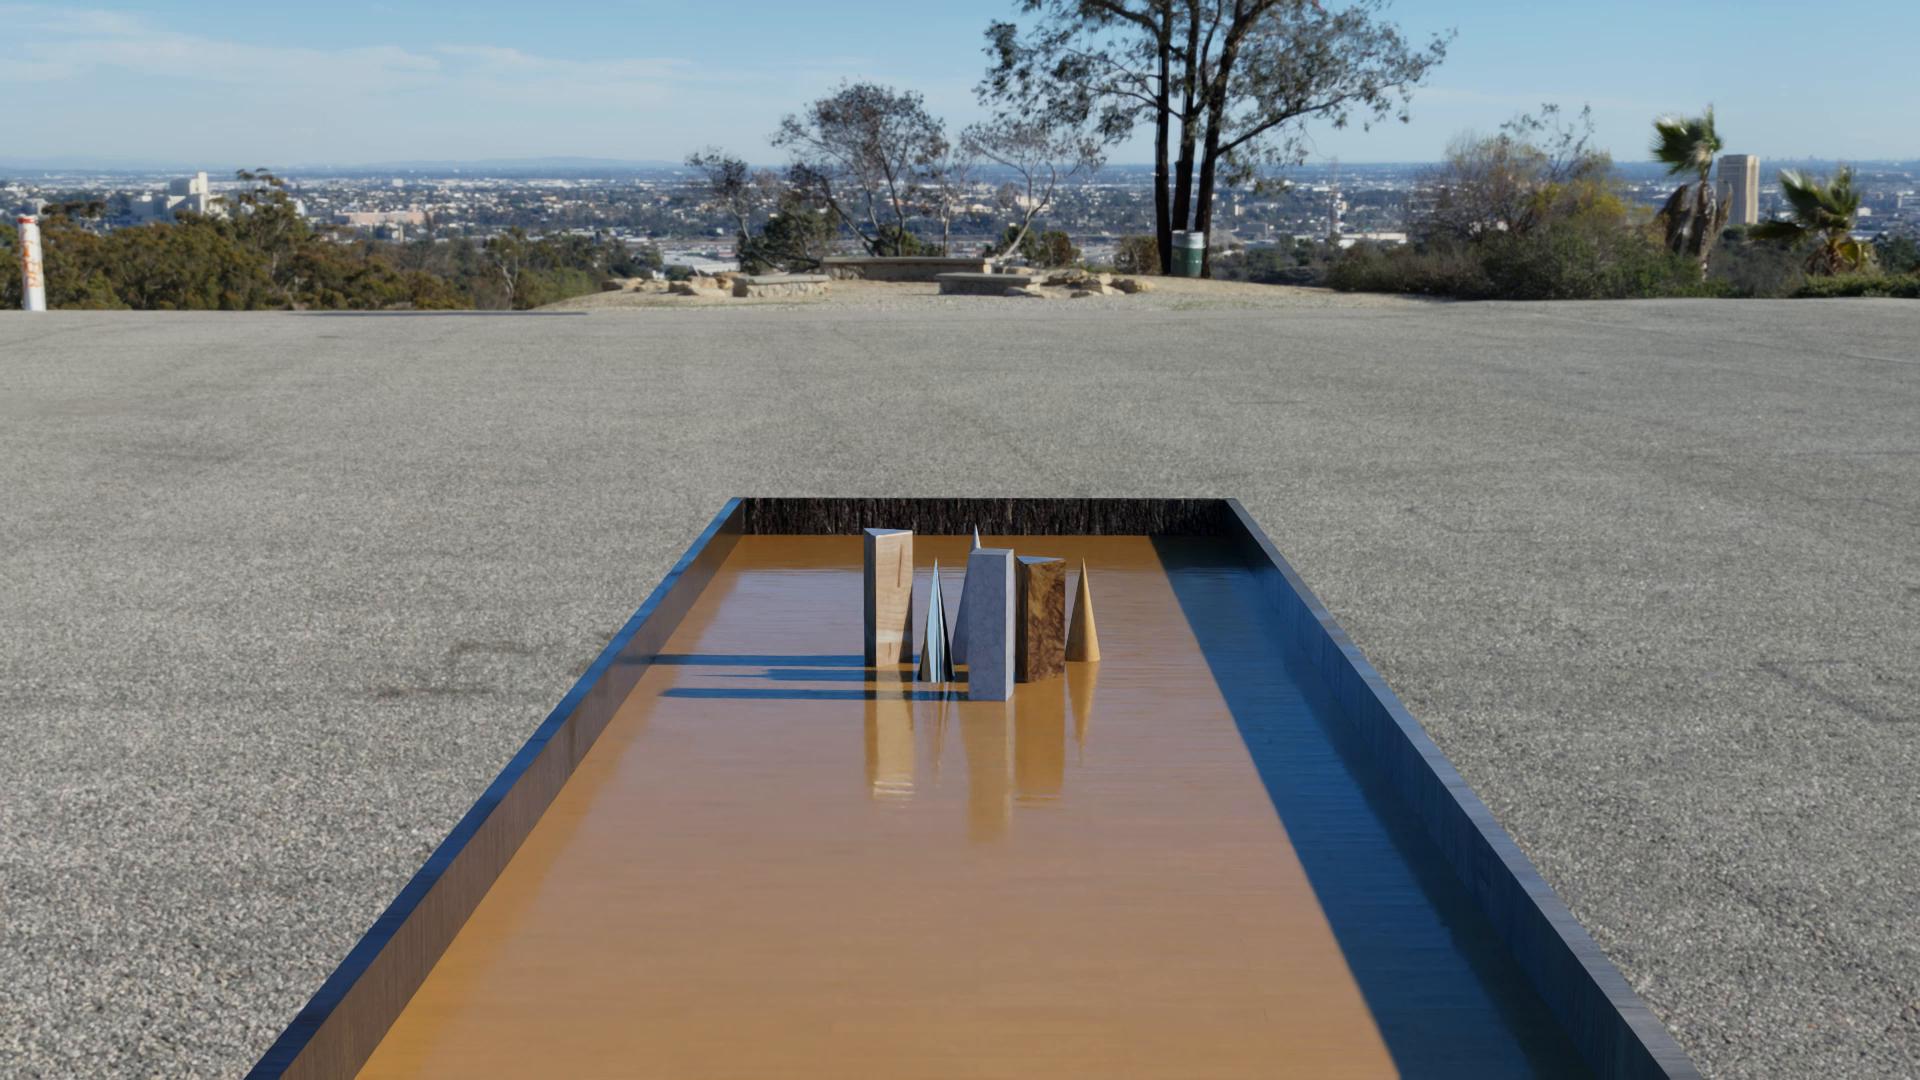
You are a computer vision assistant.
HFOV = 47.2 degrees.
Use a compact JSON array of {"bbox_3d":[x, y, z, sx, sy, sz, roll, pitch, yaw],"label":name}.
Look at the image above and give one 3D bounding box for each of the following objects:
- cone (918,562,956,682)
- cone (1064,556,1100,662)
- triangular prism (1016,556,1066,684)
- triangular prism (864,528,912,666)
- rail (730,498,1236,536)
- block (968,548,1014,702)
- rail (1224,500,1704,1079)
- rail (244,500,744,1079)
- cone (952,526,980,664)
[{"bbox_3d":[-0.070,0.227,6.423,0.113,0.361,0.113,0,9,0],"label":"cone"},{"bbox_3d":[0.374,0.205,6.705,0.111,0.317,0.111,0,9,0],"label":"cone"},{"bbox_3d":[0.208,0.227,6.455,0.152,0.350,0.131,-7,12,-39],"label":"triangular prism"},{"bbox_3d":[-0.245,0.169,6.670,0.153,0.399,0.132,-8,12,-43],"label":"triangular prism"},{"bbox_3d":[0.099,-0.098,9.147,2.100,0.150,0.050,0,9,1],"label":"rail"},{"bbox_3d":[0.088,0.237,6.185,0.106,0.415,0.106,2,9,12],"label":"block"},{"bbox_3d":[1.046,0.843,3.208,0.050,0.150,12.000,0,9,1],"label":"rail"},{"bbox_3d":[-1.004,0.839,3.234,0.050,0.150,12.000,0,9,1],"label":"rail"},{"bbox_3d":[0.047,0.155,6.673,0.161,0.425,0.161,0,9,0],"label":"cone"}]
